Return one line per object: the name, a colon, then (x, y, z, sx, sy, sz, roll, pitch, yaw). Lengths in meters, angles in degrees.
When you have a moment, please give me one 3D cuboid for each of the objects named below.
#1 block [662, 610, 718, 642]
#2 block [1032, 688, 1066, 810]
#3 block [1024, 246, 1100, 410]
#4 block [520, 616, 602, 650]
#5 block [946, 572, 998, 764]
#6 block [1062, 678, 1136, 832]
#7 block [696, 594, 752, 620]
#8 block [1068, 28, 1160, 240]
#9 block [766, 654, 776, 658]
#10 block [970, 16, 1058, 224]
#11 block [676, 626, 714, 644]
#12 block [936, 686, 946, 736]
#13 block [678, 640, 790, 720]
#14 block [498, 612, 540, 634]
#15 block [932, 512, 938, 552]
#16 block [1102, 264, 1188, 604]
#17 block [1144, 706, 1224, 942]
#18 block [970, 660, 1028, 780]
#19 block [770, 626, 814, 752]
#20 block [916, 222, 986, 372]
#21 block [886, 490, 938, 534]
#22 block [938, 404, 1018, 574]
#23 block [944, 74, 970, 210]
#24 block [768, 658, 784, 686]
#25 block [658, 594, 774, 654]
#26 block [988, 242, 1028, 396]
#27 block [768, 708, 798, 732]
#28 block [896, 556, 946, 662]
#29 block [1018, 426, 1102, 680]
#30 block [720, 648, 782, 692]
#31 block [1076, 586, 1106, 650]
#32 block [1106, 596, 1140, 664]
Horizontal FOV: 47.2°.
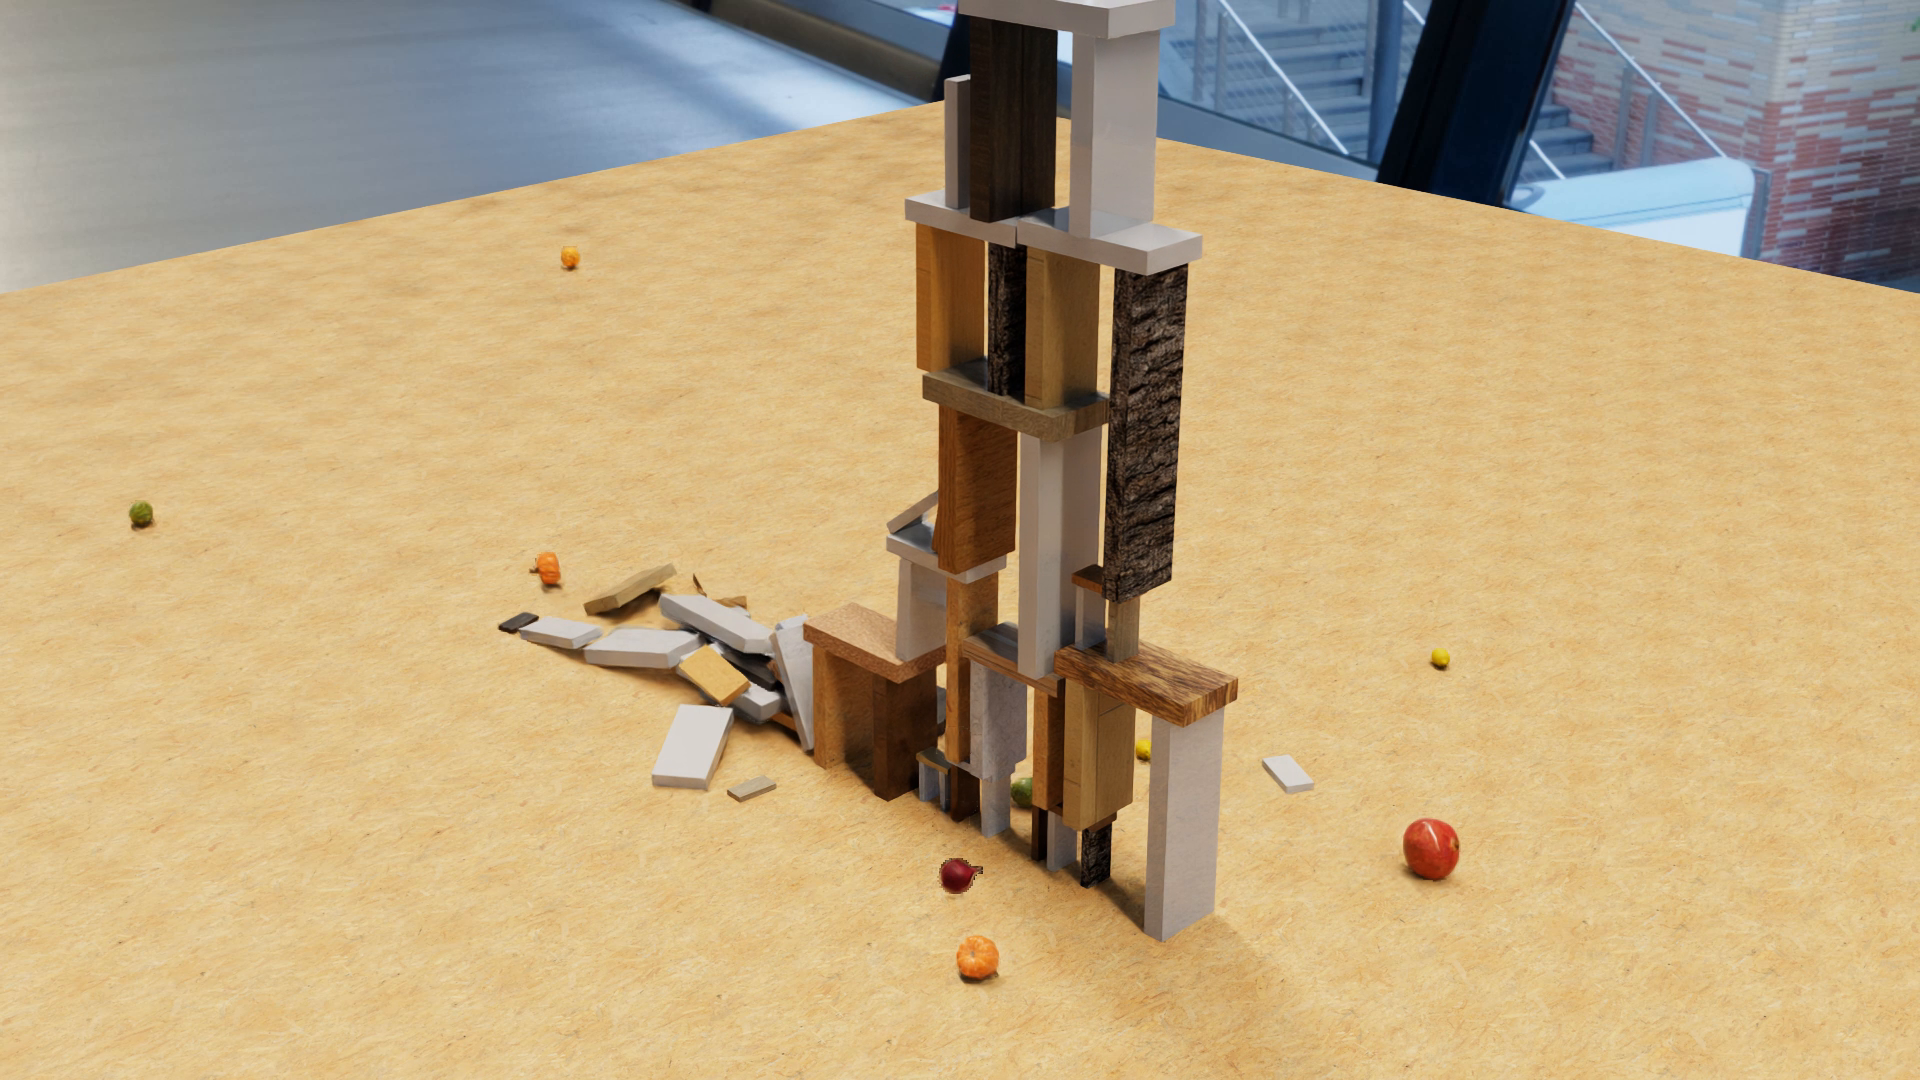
block: (-0.581, 0.195, 5.166, 0.116, 0.033, 0.307, 2, 10, -34)
block: (0.194, 0.377, 4.174, 0.124, 0.247, 0.035, -21, 31, -40)
block: (0.180, -0.385, 3.859, 0.145, 0.290, 0.041, -21, 31, -41)
block: (-0.940, 0.218, 5.177, 0.192, 0.026, 0.090, 7, 22, 40)
block: (0.023, 0.241, 4.307, 0.031, 0.398, 0.111, 22, 31, 40)
block: (0.261, 0.377, 4.102, 0.043, 0.304, 0.152, 21, 31, 40)
block: (-0.577, 0.165, 5.348, 0.062, 0.018, 0.171, -15, 27, -31)
block: (0.256, -0.683, 3.657, 0.047, 0.334, 0.167, 20, 30, 39)
block: (-0.462, 0.250, 5.149, 0.062, 0.017, 0.123, -2, 23, -5)
block: (0.093, -0.738, 3.806, 0.167, 0.349, 0.047, -21, 31, -40)
block: (-0.607, 0.225, 5.208, 0.123, 0.017, 0.062, 9, 25, 21)
block: (-0.077, 0.389, 4.801, 0.116, 0.033, 0.232, 16, 28, 32)
block: (-0.480, 0.305, 4.826, 0.262, 0.037, 0.131, 26, 33, 34)
block: (-1.058, 0.199, 5.275, 0.046, 0.013, 0.093, 14, 27, 29)
block: (-0.002, -0.080, 4.196, 0.084, 0.215, 0.024, -22, 43, -41)
block: (0.318, -0.189, 3.799, 0.041, 0.603, 0.145, 22, 31, 39)
block: (0.408, 0.501, 3.999, 0.152, 0.453, 0.043, -21, 31, -41)
block: (0.076, 0.331, 4.285, 0.124, 0.250, 0.035, -21, 31, -40)
block: (-0.308, 0.312, 4.722, 0.131, 0.262, 0.037, -13, -9, -30)
block: (-0.017, -0.459, 4.049, 0.138, 0.276, 0.039, -21, 31, -40)
block: (-0.064, -0.062, 4.269, 0.084, 0.024, 0.168, -22, -7, -41)
block: (0.034, -0.115, 4.134, 0.047, 0.329, 0.165, 22, 31, 40)
block: (0.024, -0.709, 3.895, 0.032, 0.226, 0.113, 21, 31, 41)
block: (-0.340, 0.311, 4.772, 0.158, 0.022, 0.079, 49, 38, 5)
block: (-0.540, 0.189, 5.005, 0.113, 0.032, 0.472, 3, 9, -31)
block: (0.112, -0.408, 3.930, 0.138, 0.276, 0.039, -21, 31, -41)
block: (-0.377, 0.363, 4.809, 0.194, 0.027, 0.097, 23, 32, 28)
block: (-0.074, 0.122, 4.360, 0.031, 0.221, 0.111, 25, 33, 38)
block: (0.182, 0.011, 4.023, 0.165, 0.474, 0.047, -21, 31, -40)
block: (-0.443, 0.280, 4.817, 0.158, 0.022, 0.079, 25, 32, 32)
block: (0.239, 0.133, 4.016, 0.018, 0.125, 0.063, 21, 31, 40)
block: (0.295, 0.155, 3.965, 0.063, 0.125, 0.018, -19, 30, -37)
